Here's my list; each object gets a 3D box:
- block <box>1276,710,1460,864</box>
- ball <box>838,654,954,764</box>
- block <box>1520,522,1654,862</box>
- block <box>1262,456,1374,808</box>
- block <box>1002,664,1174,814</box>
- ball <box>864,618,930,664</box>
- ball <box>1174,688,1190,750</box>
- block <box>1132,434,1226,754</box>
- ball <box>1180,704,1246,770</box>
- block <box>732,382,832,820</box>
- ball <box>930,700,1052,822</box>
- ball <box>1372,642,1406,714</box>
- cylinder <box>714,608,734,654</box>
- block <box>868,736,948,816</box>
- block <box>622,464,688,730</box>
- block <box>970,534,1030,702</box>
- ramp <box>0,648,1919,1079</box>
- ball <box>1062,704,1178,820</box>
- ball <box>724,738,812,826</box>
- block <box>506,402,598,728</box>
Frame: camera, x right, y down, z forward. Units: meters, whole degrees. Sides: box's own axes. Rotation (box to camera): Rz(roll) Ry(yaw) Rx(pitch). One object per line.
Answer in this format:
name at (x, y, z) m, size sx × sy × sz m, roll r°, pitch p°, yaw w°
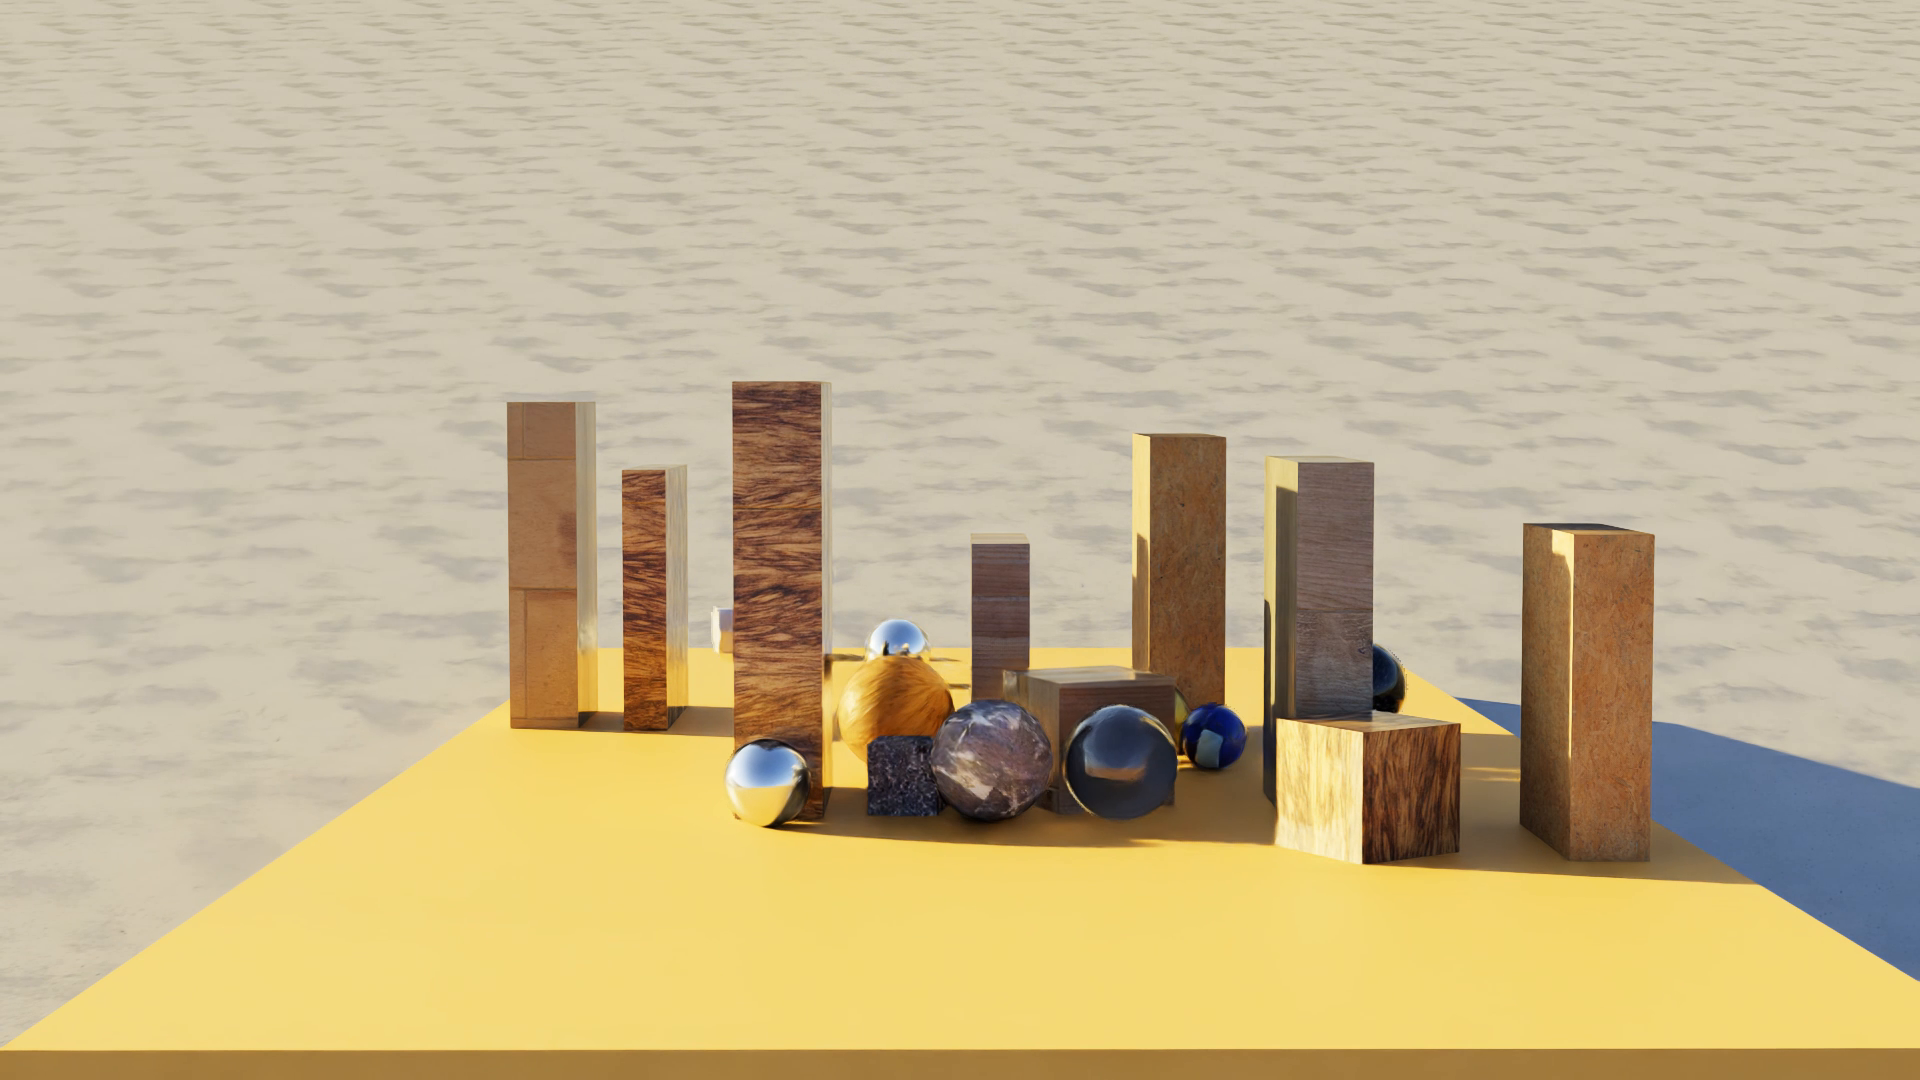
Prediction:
block at (0.577, 0.347, 3.640) m, size 0.182 × 0.182 × 0.182 m, roll -2°, pitch 4°, yaw -33°
ball at (-0.109, 0.296, 4.390) m, size 0.200 × 0.200 × 0.200 m, roll 0°, pitch 21°, yaw 0°
block at (0.896, 0.209, 3.690) m, size 0.111 × 0.452 × 0.314 m, roll 0°, pitch 3°, yaw 0°
block at (0.547, 0.148, 3.953) m, size 0.112 × 0.545 × 0.396 m, roll 0°, pitch 3°, yaw 0°
block at (0.202, 0.313, 4.075) m, size 0.202 × 0.202 × 0.202 m, roll -2°, pitch 4°, yaw -24°
ball at (-0.138, 0.247, 5.706) m, size 0.147 × 0.147 × 0.147 m, roll 0°, pitch 21°, yaw 0°
ball at (0.332, 0.315, 4.516) m, size 0.146 × 0.146 × 0.146 m, roll 0°, pitch 21°, yaw 0°
block at (0.405, 0.088, 4.797) m, size 0.136 × 0.567 × 0.441 m, roll 0°, pitch 3°, yaw 0°
ball at (0.434, 0.338, 4.406) m, size 0.113 × 0.113 × 0.113 m, roll 0°, pitch 21°, yaw 0°
block at (-0.276, 0.083, 4.047) m, size 0.134 × 0.664 × 0.326 m, roll 0°, pitch 3°, yaw 0°
ball at (0.048, 0.333, 3.880) m, size 0.185 × 0.185 × 0.185 m, roll 0°, pitch 21°, yaw 0°
ball at (0.745, 0.279, 4.828) m, size 0.184 × 0.184 × 0.184 m, roll 0°, pitch 21°, yaw 0°
cylinder at (-0.547, 0.223, 6.360) m, size 0.114 × 0.114 × 0.114 m, roll -2°, pitch 21°, yaw -14°
block at (-0.080, 0.365, 3.988) m, size 0.107 × 0.107 × 0.107 m, roll 1°, pitch 3°, yaw 9°
block at (-0.604, 0.105, 5.110) m, size 0.083 × 0.500 × 0.398 m, roll 0°, pitch 3°, yaw 0°
block at (0.066, 0.197, 4.355) m, size 0.095 × 0.401 × 0.312 m, roll 0°, pitch 3°, yaw 0°
ramp at (0.048, 0.438, 4.532) m, size 2.000 × 0.100 × 4.000 m, roll 0°, pitch 3°, yaw 0°
ball at (0.242, 0.336, 3.886) m, size 0.177 × 0.177 × 0.177 m, roll 0°, pitch 21°, yaw 0°
ball at (-0.287, 0.362, 3.834) m, size 0.131 × 0.131 × 0.131 m, roll 0°, pitch 21°, yaw 0°
block at (-0.803, 0.042, 5.078) m, size 0.132 × 0.629 × 0.277 m, roll 0°, pitch 3°, yaw 0°
